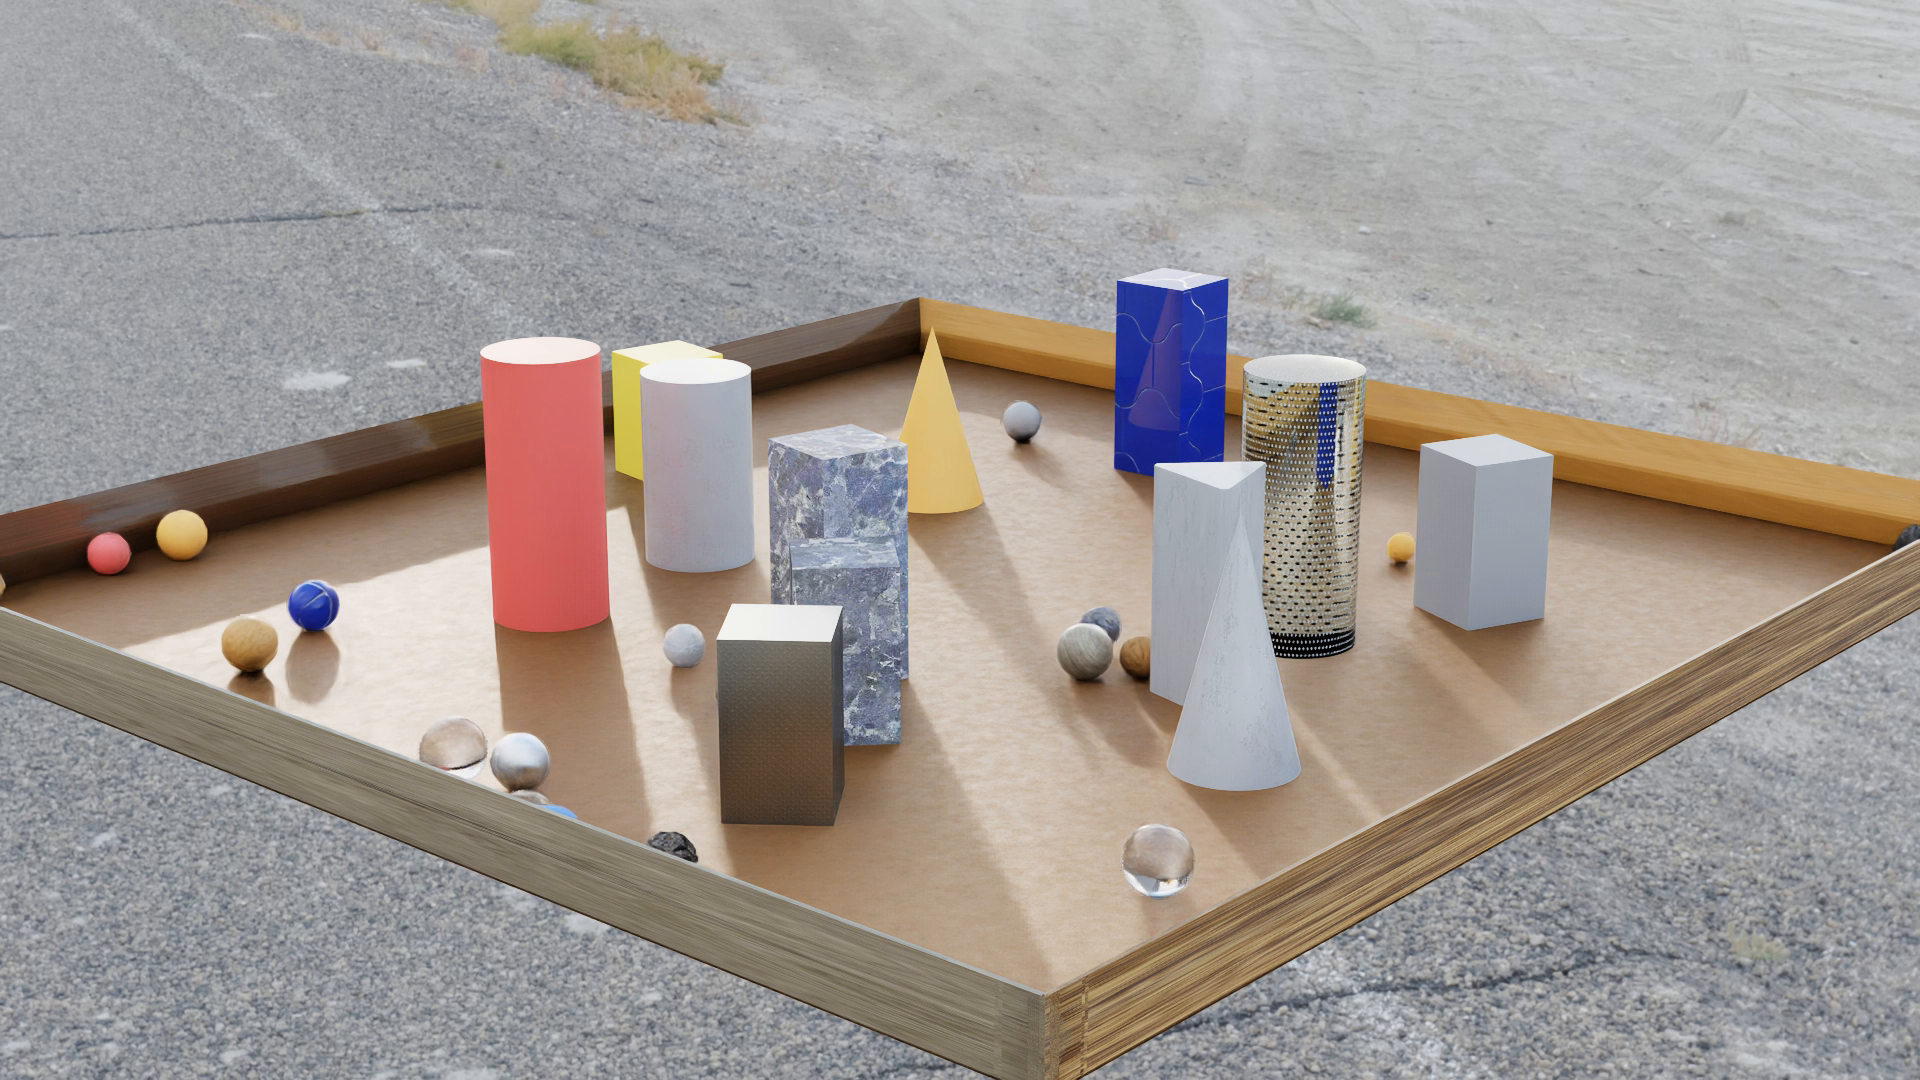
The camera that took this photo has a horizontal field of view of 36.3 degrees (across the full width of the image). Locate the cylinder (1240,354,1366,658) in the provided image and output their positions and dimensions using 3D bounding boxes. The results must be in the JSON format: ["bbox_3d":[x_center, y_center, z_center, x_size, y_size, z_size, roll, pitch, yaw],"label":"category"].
[{"bbox_3d":[0.561,-0.056,4.835,0.199,0.465,0.199,0,17,0],"label":"cylinder"}]

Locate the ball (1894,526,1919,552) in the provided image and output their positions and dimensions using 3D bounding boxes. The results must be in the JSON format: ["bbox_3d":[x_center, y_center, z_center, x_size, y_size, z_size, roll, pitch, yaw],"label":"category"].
[{"bbox_3d":[1.716,0.018,5.240,0.089,0.089,0.089,0,17,0],"label":"ball"}]

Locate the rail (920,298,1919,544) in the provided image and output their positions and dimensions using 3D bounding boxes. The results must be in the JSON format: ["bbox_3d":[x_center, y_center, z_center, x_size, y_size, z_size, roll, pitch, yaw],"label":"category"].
[{"bbox_3d":[0.873,-0.258,6.083,2.608,0.129,0.045,14,22,39],"label":"rail"}]

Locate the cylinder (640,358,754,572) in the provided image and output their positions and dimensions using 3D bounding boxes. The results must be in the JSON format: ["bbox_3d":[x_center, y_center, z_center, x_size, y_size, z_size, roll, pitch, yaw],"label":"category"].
[{"bbox_3d":[-0.474,-0.137,5.306,0.199,0.348,0.199,0,17,0],"label":"cylinder"}]

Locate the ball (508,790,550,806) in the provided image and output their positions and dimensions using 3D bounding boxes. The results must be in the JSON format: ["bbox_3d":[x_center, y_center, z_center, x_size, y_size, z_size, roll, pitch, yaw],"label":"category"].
[{"bbox_3d":[-0.599,0.383,4.046,0.079,0.079,0.079,0,17,0],"label":"ball"}]

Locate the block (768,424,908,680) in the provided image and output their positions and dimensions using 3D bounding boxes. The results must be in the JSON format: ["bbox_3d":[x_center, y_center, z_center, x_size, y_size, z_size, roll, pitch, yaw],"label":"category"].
[{"bbox_3d":[-0.193,0.030,4.681,0.159,0.388,0.159,-12,20,-34],"label":"block"}]

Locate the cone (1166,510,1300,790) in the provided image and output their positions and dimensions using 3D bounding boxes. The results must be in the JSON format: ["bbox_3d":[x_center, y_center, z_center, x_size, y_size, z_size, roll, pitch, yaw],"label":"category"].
[{"bbox_3d":[0.406,0.146,4.287,0.199,0.395,0.199,0,17,0],"label":"cone"}]

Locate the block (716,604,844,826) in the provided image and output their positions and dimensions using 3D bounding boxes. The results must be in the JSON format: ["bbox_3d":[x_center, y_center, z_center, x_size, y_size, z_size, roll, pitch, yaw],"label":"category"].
[{"bbox_3d":[-0.252,0.247,4.160,0.159,0.274,0.159,1,17,3],"label":"block"}]

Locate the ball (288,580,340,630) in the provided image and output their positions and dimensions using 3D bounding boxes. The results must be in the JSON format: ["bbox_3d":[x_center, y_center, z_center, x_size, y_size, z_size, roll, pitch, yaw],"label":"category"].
[{"bbox_3d":[-1.089,0.109,4.942,0.086,0.086,0.086,0,17,0],"label":"ball"}]

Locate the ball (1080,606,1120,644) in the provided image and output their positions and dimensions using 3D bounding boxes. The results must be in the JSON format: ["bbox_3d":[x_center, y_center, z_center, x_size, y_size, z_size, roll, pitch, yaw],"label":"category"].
[{"bbox_3d":[0.232,0.145,4.857,0.068,0.068,0.068,0,17,0],"label":"ball"}]

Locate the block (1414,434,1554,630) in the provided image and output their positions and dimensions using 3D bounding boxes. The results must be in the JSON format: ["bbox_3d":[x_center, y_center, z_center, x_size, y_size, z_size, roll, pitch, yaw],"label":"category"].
[{"bbox_3d":[0.892,-0.015,5.006,0.159,0.288,0.159,-8,19,-25],"label":"block"}]

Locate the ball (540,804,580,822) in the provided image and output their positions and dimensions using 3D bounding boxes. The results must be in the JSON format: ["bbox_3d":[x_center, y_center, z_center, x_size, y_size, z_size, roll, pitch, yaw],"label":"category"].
[{"bbox_3d":[-0.554,0.401,3.977,0.084,0.084,0.084,0,17,0],"label":"ball"}]

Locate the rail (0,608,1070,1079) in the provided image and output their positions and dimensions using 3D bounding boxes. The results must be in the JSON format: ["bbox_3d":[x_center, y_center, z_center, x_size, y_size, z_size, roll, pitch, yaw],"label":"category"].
[{"bbox_3d":[-0.873,0.322,4.157,2.608,0.129,0.045,14,22,39],"label":"rail"}]

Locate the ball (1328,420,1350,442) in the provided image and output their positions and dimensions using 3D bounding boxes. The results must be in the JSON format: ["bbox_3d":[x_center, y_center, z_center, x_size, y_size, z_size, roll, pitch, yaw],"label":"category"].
[{"bbox_3d":[0.792,-0.228,6.133,0.046,0.046,0.046,0,17,0],"label":"ball"}]

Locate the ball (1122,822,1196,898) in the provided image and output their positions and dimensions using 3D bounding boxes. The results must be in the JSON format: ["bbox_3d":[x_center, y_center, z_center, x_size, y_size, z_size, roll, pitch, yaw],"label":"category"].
[{"bbox_3d":[0.262,0.424,3.878,0.098,0.098,0.098,0,17,0],"label":"ball"}]

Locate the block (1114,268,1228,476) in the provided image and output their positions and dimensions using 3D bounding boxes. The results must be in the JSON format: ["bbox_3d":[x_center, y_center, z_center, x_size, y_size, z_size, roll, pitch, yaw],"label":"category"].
[{"bbox_3d":[0.423,-0.334,5.890,0.159,0.388,0.159,13,21,37],"label":"block"}]

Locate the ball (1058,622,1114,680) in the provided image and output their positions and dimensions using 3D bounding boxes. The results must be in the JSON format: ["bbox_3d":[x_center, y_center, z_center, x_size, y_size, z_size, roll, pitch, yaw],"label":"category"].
[{"bbox_3d":[0.202,0.179,4.705,0.091,0.091,0.091,0,17,0],"label":"ball"}]

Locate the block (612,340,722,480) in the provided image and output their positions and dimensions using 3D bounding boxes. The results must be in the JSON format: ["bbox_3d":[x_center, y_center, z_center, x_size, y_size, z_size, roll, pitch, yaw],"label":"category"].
[{"bbox_3d":[-0.584,-0.255,5.875,0.159,0.246,0.159,-13,21,-37],"label":"block"}]

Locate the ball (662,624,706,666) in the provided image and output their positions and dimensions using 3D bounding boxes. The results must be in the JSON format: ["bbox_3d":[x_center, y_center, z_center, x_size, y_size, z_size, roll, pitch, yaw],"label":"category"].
[{"bbox_3d":[-0.449,0.171,4.767,0.070,0.070,0.070,0,17,0],"label":"ball"}]

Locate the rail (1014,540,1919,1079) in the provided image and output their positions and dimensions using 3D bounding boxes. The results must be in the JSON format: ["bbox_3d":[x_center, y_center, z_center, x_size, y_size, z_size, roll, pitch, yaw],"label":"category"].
[{"bbox_3d":[0.967,0.274,4.316,0.045,0.129,2.711,14,22,39],"label":"rail"}]

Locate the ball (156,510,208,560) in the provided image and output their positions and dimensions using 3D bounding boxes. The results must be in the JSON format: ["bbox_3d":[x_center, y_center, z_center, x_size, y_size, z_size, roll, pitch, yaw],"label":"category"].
[{"bbox_3d":[-1.413,-0.009,5.328,0.091,0.091,0.091,0,17,0],"label":"ball"}]

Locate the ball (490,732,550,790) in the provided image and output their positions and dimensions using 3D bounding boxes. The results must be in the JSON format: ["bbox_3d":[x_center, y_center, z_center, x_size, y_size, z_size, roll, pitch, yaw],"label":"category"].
[{"bbox_3d":[-0.637,0.321,4.243,0.084,0.084,0.084,0,17,0],"label":"ball"}]

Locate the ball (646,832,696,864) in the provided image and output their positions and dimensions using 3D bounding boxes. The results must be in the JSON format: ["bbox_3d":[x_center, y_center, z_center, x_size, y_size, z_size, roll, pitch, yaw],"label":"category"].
[{"bbox_3d":[-0.388,0.426,3.913,0.074,0.074,0.074,0,17,0],"label":"ball"}]

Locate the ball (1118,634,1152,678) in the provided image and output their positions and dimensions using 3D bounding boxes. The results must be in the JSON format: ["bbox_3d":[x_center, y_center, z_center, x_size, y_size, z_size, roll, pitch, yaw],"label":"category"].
[{"bbox_3d":[0.289,0.187,4.716,0.068,0.068,0.068,0,17,0],"label":"ball"}]

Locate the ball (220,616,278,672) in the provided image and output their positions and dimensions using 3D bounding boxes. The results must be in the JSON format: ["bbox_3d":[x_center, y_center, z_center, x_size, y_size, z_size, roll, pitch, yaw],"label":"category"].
[{"bbox_3d":[-1.149,0.168,4.741,0.091,0.091,0.091,0,17,0],"label":"ball"}]

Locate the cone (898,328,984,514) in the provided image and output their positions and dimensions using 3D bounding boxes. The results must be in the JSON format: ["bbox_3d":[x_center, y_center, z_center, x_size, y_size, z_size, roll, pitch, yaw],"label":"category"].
[{"bbox_3d":[-0.053,-0.245,5.669,0.199,0.345,0.199,0,17,0],"label":"cone"}]

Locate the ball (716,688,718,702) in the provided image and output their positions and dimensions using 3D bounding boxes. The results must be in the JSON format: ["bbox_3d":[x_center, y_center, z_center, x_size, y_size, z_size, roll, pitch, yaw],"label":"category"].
[{"bbox_3d":[-0.356,0.242,4.567,0.049,0.049,0.049,0,17,0],"label":"ball"}]

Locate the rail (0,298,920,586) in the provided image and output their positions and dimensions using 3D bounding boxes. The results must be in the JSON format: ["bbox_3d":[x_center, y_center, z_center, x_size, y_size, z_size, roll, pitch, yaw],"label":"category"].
[{"bbox_3d":[-0.967,-0.210,5.924,0.045,0.129,2.711,14,22,39],"label":"rail"}]

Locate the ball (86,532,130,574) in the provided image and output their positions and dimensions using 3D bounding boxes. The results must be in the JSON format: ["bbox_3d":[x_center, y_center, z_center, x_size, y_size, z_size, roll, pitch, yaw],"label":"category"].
[{"bbox_3d":[-1.522,0.024,5.244,0.075,0.075,0.075,0,17,0],"label":"ball"}]

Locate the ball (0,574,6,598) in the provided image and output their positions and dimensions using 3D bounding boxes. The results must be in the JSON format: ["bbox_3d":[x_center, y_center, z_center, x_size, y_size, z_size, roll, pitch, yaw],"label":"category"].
[{"bbox_3d":[-1.687,0.080,5.086,0.060,0.060,0.060,0,17,0],"label":"ball"}]

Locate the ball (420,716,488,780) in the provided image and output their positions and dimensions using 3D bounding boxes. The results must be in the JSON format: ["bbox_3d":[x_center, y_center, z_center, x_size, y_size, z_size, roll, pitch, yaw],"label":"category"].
[{"bbox_3d":[-0.736,0.306,4.266,0.099,0.099,0.099,0,17,0],"label":"ball"}]

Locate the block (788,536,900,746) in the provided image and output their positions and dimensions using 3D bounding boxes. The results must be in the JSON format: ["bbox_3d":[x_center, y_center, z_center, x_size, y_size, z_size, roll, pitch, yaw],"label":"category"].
[{"bbox_3d":[-0.176,0.153,4.460,0.159,0.280,0.159,-1,17,-5],"label":"block"}]

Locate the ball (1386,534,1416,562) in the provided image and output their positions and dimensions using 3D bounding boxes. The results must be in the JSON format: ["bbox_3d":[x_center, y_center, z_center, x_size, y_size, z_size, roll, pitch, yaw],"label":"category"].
[{"bbox_3d":[0.800,0.014,5.316,0.053,0.053,0.053,0,17,0],"label":"ball"}]

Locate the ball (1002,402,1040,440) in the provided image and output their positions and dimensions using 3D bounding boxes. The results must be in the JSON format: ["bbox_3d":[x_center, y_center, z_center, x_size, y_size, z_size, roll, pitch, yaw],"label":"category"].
[{"bbox_3d":[0.129,-0.248,6.139,0.081,0.081,0.081,0,17,0],"label":"ball"}]

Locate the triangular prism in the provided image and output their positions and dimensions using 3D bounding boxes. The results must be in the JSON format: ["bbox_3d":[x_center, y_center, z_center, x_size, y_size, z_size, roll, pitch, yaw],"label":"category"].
[{"bbox_3d":[0.413,0.069,4.581,0.149,0.372,0.172,-11,20,-33],"label":"triangular prism"}]

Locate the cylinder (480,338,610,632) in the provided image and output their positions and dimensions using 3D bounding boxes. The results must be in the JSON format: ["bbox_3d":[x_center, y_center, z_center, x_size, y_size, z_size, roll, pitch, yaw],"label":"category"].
[{"bbox_3d":[-0.701,-0.095,4.968,0.199,0.463,0.199,0,17,0],"label":"cylinder"}]
